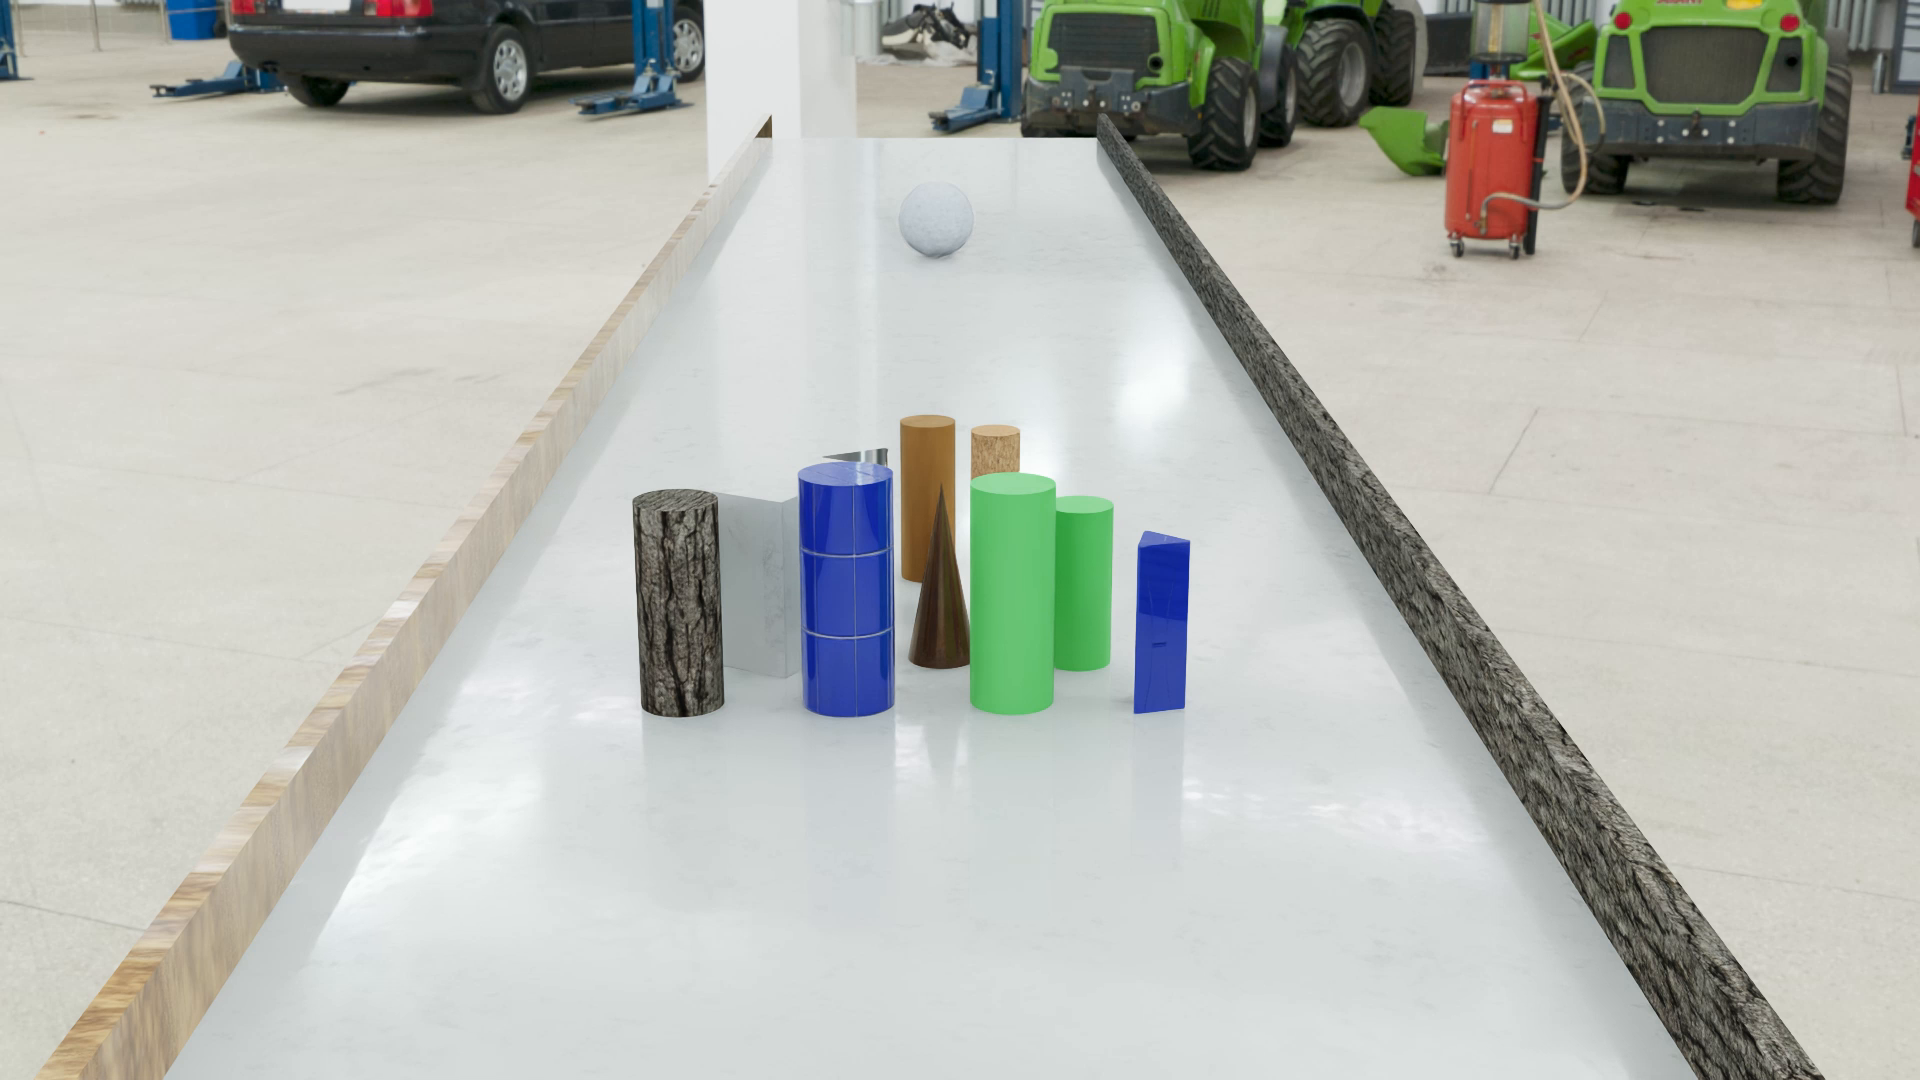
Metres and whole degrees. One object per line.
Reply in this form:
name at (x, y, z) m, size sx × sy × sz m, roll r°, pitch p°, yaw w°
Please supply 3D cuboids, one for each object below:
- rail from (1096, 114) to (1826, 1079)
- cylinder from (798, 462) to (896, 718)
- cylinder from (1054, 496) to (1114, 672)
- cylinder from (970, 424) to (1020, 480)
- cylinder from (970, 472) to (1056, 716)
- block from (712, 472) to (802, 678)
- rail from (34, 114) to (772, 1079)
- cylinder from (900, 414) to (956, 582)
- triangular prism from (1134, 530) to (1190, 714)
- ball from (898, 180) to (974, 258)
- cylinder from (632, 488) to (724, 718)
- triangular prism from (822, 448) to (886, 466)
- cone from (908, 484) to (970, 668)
rail at (0.932, -0.844, 7.801) m, size 0.050 × 0.150 × 12.000 m, roll 0°, pitch 17°, yaw -1°
cylinder at (-0.212, 0.092, 4.129) m, size 0.178 × 0.449 × 0.178 m, roll 0°, pitch 17°, yaw 0°
cylinder at (0.236, 0.086, 4.369) m, size 0.132 × 0.325 × 0.132 m, roll 0°, pitch 17°, yaw 0°
cylinder at (0.074, -0.034, 4.630) m, size 0.103 × 0.405 × 0.103 m, roll 0°, pitch 17°, yaw 0°
cylinder at (0.099, 0.100, 4.138) m, size 0.160 × 0.428 × 0.160 m, roll 0°, pitch 17°, yaw 0°
block at (-0.372, 0.068, 4.368) m, size 0.164 × 0.359 × 0.164 m, roll 9°, pitch 19°, yaw 28°
rail at (-1.118, -0.838, 7.780) m, size 0.050 × 0.150 × 12.000 m, roll 0°, pitch 17°, yaw -1°
cylinder at (-0.071, -0.092, 4.911) m, size 0.123 × 0.356 × 0.123 m, roll 0°, pitch 17°, yaw 0°
triangular prism at (0.363, 0.152, 4.138) m, size 0.104 × 0.329 × 0.090 m, roll -5°, pitch 17°, yaw -17°
ball at (-0.099, -1.340, 9.180) m, size 0.315 × 0.315 × 0.315 m, roll 0°, pitch 17°, yaw 0°
cylinder at (-0.527, 0.118, 4.129) m, size 0.158 × 0.400 × 0.158 m, roll 0°, pitch 17°, yaw 0°
triangular prism at (-0.190, -0.016, 4.682) m, size 0.153 × 0.341 × 0.133 m, roll 10°, pitch 19°, yaw 30°
cone at (-0.036, 0.061, 4.380) m, size 0.138 × 0.365 × 0.138 m, roll 0°, pitch 17°, yaw 0°
